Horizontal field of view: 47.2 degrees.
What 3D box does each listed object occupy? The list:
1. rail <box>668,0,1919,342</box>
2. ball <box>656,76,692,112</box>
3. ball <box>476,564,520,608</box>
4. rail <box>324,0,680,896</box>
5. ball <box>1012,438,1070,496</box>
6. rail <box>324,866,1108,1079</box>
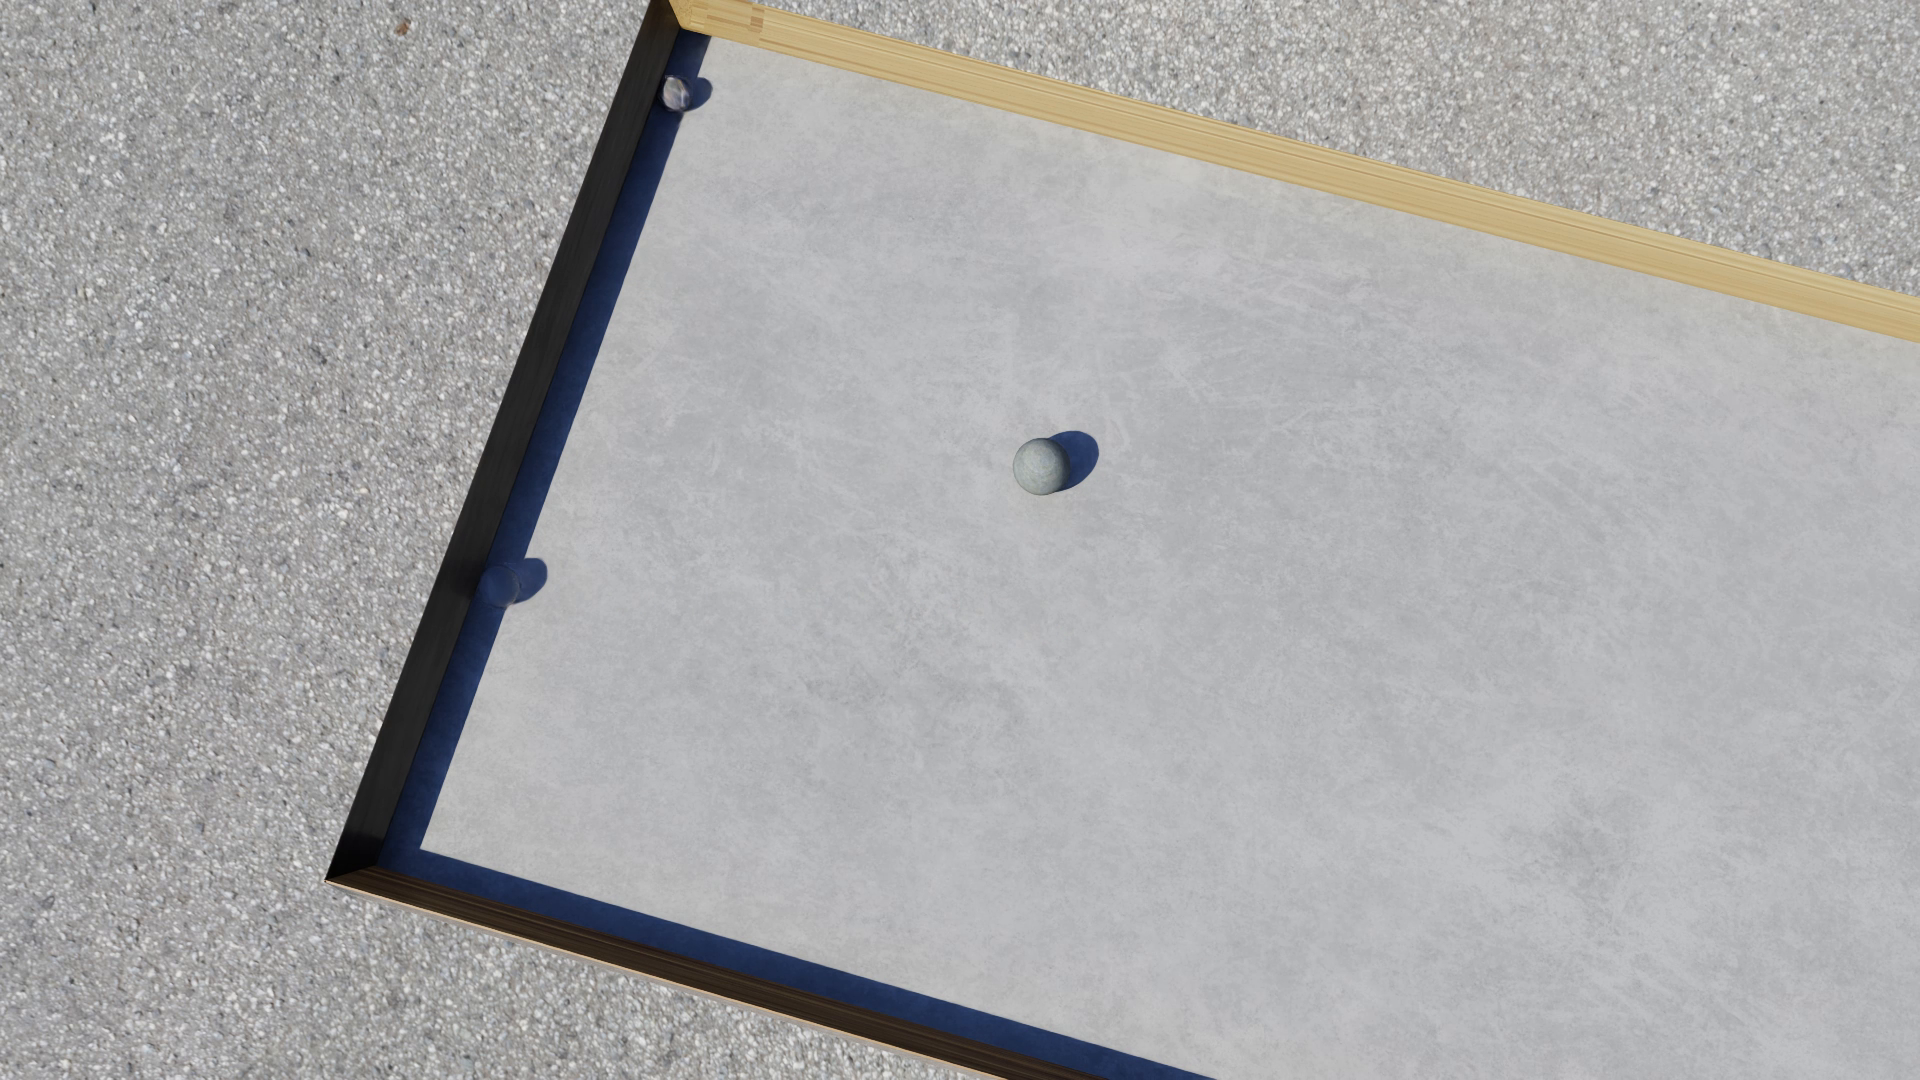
[{"bbox_3d":[0.905,-0.497,3.517,2.920,0.117,0.045,15,73,5],"label":"rail"},{"bbox_3d":[-0.470,-0.734,3.624,0.058,0.058,0.058,0,73,0],"label":"ball"},{"bbox_3d":[-0.706,0.071,3.368,0.066,0.066,0.066,0,73,0],"label":"ball"},{"bbox_3d":[-0.679,-0.191,3.422,0.045,0.117,1.532,15,73,5],"label":"rail"},{"bbox_3d":[0.127,-0.114,3.413,0.090,0.090,0.090,0,73,0],"label":"ball"},{"bbox_3d":[0.499,0.866,3.092,2.920,0.117,0.045,15,73,5],"label":"rail"}]
